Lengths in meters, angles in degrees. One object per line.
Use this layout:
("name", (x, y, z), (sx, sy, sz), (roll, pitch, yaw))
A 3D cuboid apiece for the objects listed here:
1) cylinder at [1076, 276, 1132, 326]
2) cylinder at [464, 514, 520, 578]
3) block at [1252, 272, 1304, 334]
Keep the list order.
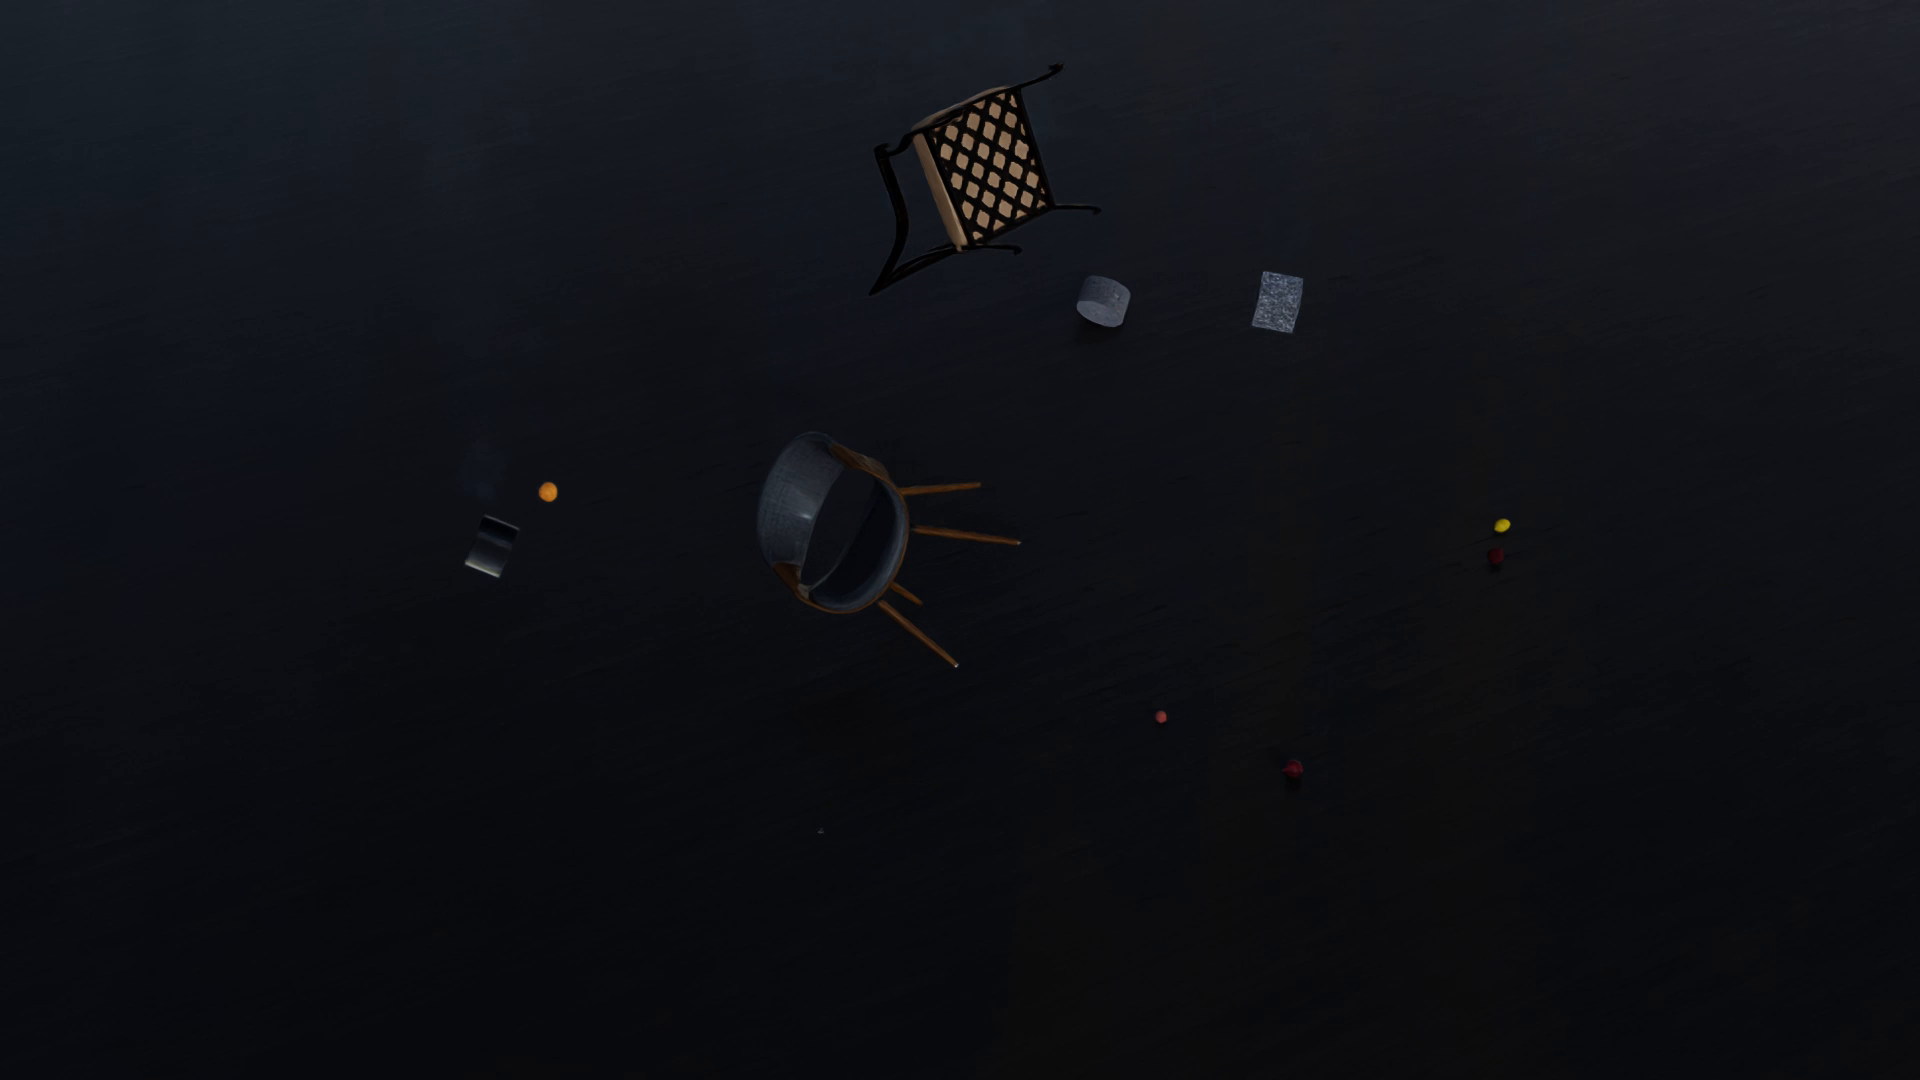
("cylinder", (0.607, -1.008, 12.373), (0.210, 0.096, 0.226), (21, 35, -1))
("cylinder", (-1.700, 0.022, 10.643), (0.135, 0.256, 0.160), (22, 51, -9))
("block", (1.288, -0.965, 11.893), (0.167, 0.170, 0.151), (11, 53, 1))
